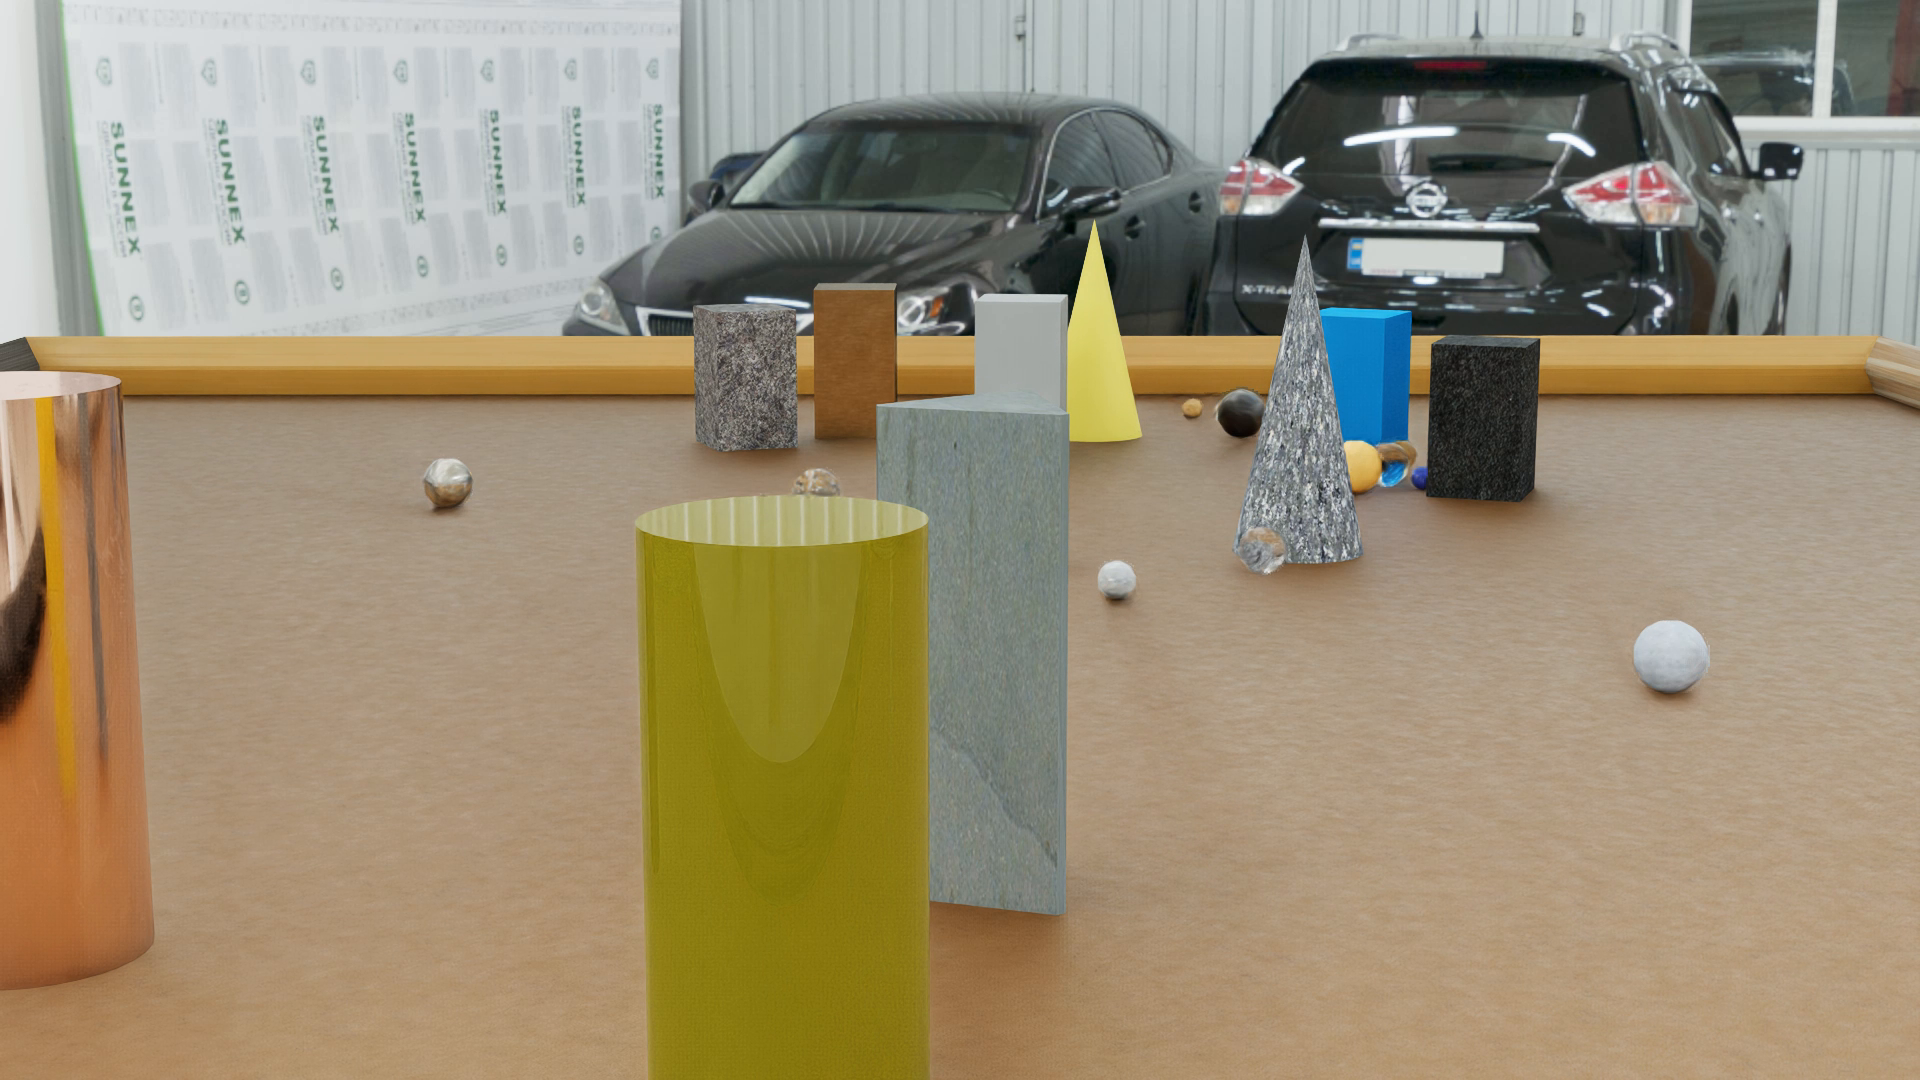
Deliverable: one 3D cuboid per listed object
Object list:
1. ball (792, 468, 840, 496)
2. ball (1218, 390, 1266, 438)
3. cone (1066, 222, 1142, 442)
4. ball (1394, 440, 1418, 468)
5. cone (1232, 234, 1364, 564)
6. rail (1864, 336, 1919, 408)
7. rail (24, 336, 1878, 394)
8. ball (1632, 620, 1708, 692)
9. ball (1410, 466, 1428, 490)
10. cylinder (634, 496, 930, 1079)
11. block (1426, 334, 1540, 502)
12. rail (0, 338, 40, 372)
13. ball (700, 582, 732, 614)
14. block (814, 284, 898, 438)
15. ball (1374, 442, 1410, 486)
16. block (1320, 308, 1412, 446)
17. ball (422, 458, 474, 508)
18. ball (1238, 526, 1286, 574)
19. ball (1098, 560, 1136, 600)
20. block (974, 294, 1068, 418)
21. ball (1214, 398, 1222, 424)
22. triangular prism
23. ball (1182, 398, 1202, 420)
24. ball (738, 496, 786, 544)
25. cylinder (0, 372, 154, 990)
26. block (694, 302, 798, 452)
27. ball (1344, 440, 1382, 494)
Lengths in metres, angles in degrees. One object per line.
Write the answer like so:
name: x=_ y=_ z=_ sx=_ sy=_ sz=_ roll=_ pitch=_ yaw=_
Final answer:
ball: x=-0.234 y=-0.078 z=4.192 sx=0.079 sy=0.079 sz=0.079 roll=0 pitch=10 yaw=0
ball: x=0.558 y=-0.250 z=5.074 sx=0.096 sy=0.096 sz=0.096 roll=0 pitch=10 yaw=0
cone: x=0.265 y=-0.421 z=5.083 sx=0.198 sy=0.428 sz=0.198 roll=0 pitch=10 yaw=0
ball: x=0.805 y=-0.154 z=4.670 sx=0.054 sy=0.054 sz=0.054 roll=0 pitch=10 yaw=0
cone: x=0.513 y=-0.220 z=3.853 sx=0.198 sy=0.481 sz=0.198 roll=0 pitch=10 yaw=0
rail: x=2.049 y=0.031 z=3.460 sx=0.045 sy=0.129 sz=4.670 roll=0 pitch=10 yaw=0
rail: x=-0.013 y=-0.388 z=5.722 sx=4.146 sy=0.129 sz=0.045 roll=0 pitch=10 yaw=0
ball: x=0.835 y=0.136 z=3.015 sx=0.085 sy=0.085 sz=0.085 roll=0 pitch=10 yaw=0
ball: x=0.803 y=-0.108 z=4.455 sx=0.041 sy=0.041 sz=0.041 roll=0 pitch=10 yaw=0
cylinder: x=-0.120 y=0.195 z=1.767 sx=0.198 sy=0.425 sz=0.198 roll=0 pitch=10 yaw=0
block: x=0.899 y=-0.211 z=4.407 sx=0.158 sy=0.262 sz=0.158 roll=4 pitch=11 yaw=21
rail: x=-2.049 y=0.035 z=3.437 sx=0.045 sy=0.129 sz=4.670 roll=0 pitch=10 yaw=0
ball: x=-0.328 y=0.077 z=3.450 sx=0.044 sy=0.044 sz=0.044 roll=0 pitch=10 yaw=0
block: x=-0.207 y=-0.359 z=5.119 sx=0.158 sy=0.293 sz=0.158 roll=0 pitch=10 yaw=1
ball: x=0.745 y=-0.132 z=4.485 sx=0.079 sy=0.079 sz=0.079 roll=0 pitch=10 yaw=0
block: x=0.728 y=-0.280 z=4.732 sx=0.158 sy=0.279 sz=0.158 roll=5 pitch=12 yaw=27
ball: x=-0.853 y=-0.095 z=4.273 sx=0.083 sy=0.083 sz=0.083 roll=0 pitch=10 yaw=0
ball: x=0.438 y=0.015 z=3.718 sx=0.069 sy=0.069 sz=0.069 roll=0 pitch=10 yaw=0
ball: x=0.216 y=0.055 z=3.542 sx=0.053 sy=0.053 sz=0.053 roll=0 pitch=10 yaw=0
block: x=0.116 y=-0.306 z=4.825 sx=0.158 sy=0.297 sz=0.158 roll=1 pitch=11 yaw=7
ball: x=0.549 y=-0.260 z=5.206 sx=0.068 sy=0.068 sz=0.068 roll=0 pitch=10 yaw=0
triangular prism: x=0.034 y=0.092 z=2.286 sx=0.171 sy=0.438 sz=0.148 roll=4 pitch=11 yaw=20
ball: x=0.483 y=-0.273 z=5.345 sx=0.042 sy=0.042 sz=0.042 roll=0 pitch=10 yaw=0
ball: x=-0.304 y=-0.032 z=3.954 sx=0.074 sy=0.074 sz=0.074 roll=0 pitch=10 yaw=0
cylinder: x=-0.776 y=0.109 z=2.099 sx=0.198 sy=0.473 sz=0.198 roll=0 pitch=10 yaw=0
block: x=-0.417 y=-0.318 z=4.976 sx=0.158 sy=0.265 sz=0.158 roll=-4 pitch=11 yaw=-22
ball: x=0.679 y=-0.126 z=4.411 sx=0.093 sy=0.093 sz=0.093 roll=0 pitch=10 yaw=0
